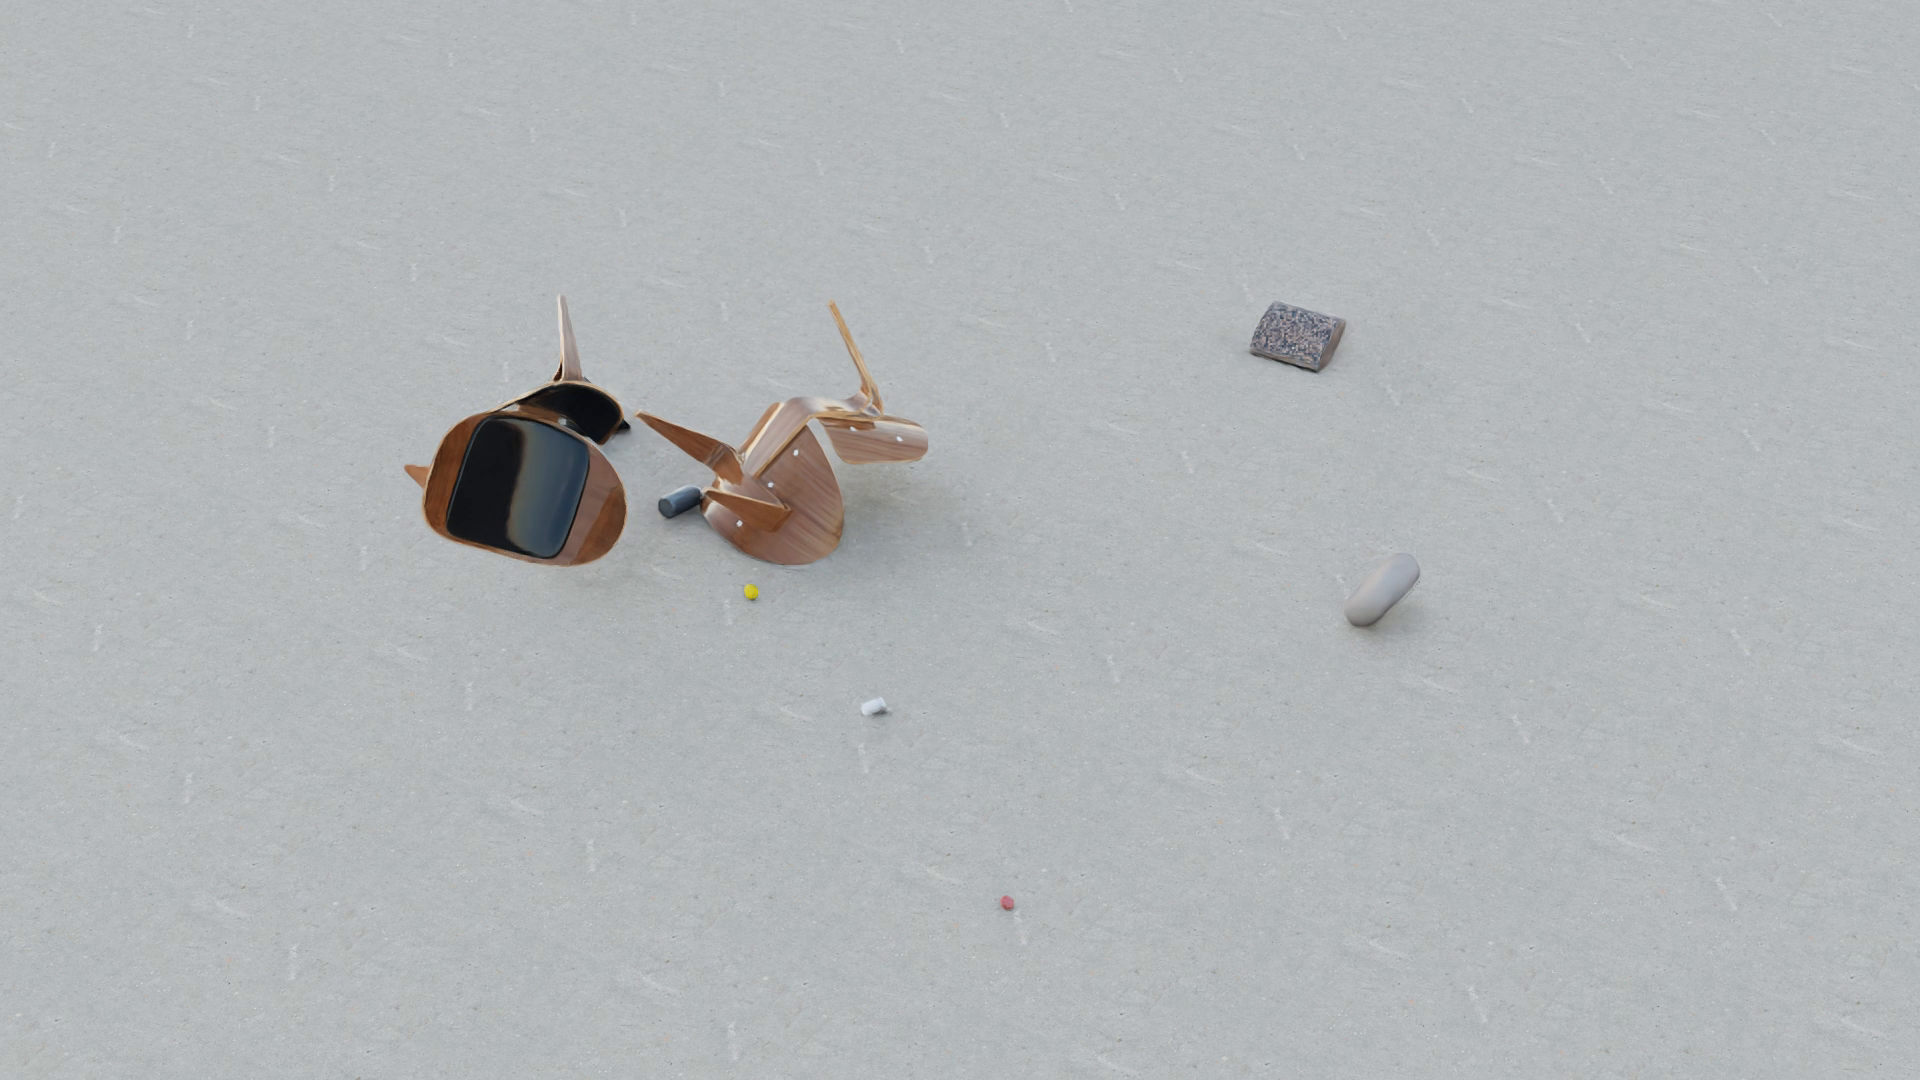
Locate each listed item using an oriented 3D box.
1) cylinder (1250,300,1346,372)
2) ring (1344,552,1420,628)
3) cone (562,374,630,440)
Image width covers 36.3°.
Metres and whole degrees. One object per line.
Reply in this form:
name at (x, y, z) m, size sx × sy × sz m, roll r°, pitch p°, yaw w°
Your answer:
cylinder at (1.394, -0.844, 12.090) m, size 0.310 × 0.113 × 0.284 m, roll 18°, pitch 59°, yaw 25°
ring at (1.495, 0.177, 10.384) m, size 0.122 × 0.314 × 0.419 m, roll 46°, pitch 19°, yaw 3°
cone at (-1.486, -0.470, 11.551) m, size 0.234 × 0.267 × 0.312 m, roll -43°, pitch 56°, yaw -7°
